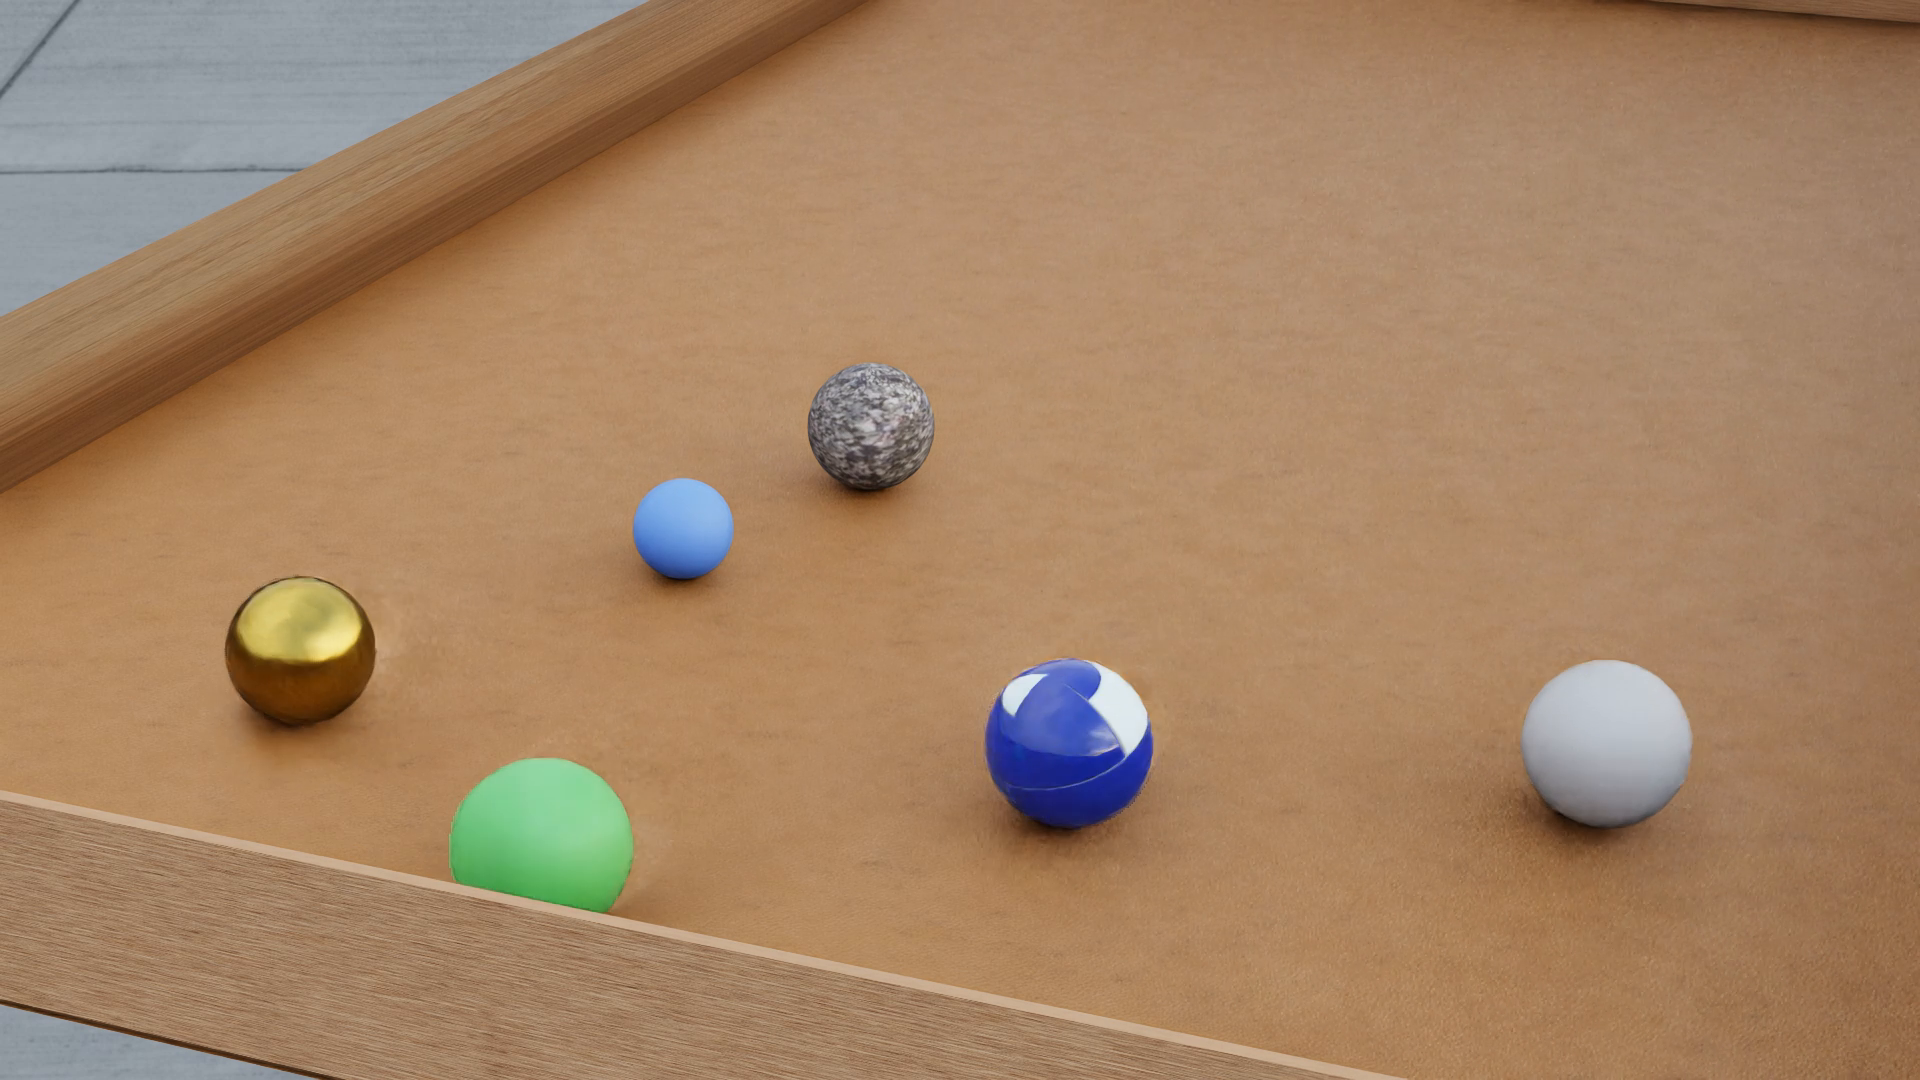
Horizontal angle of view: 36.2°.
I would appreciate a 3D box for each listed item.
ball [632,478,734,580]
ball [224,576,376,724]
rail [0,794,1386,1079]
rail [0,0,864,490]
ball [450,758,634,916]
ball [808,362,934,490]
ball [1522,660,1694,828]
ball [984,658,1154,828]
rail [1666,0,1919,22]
[{"bbox_3d":[-0.188,-0.008,1.998,0.068,0.068,0.068,0,24,0],"label":"ball"},{"bbox_3d":[-0.403,0.068,1.799,0.091,0.091,0.091,0,24,0],"label":"ball"},{"bbox_3d":[-0.219,0.213,1.419,1.445,0.126,0.045,9,25,19],"label":"rail"},{"bbox_3d":[-0.426,-0.356,2.721,0.045,0.126,2.557,9,25,19],"label":"rail"},{"bbox_3d":[-0.223,0.164,1.570,0.097,0.097,0.097,0,24,0],"label":"ball"},{"bbox_3d":[-0.065,-0.083,2.140,0.093,0.093,0.093,0,24,0],"label":"ball"},{"bbox_3d":[0.369,0.116,1.680,0.096,0.096,0.096,0,24,0],"label":"ball"},{"bbox_3d":[0.062,0.116,1.680,0.097,0.097,0.097,0,24,0],"label":"ball"},{"bbox_3d":[0.674,-0.726,3.568,1.445,0.126,0.045,9,25,19],"label":"rail"}]
